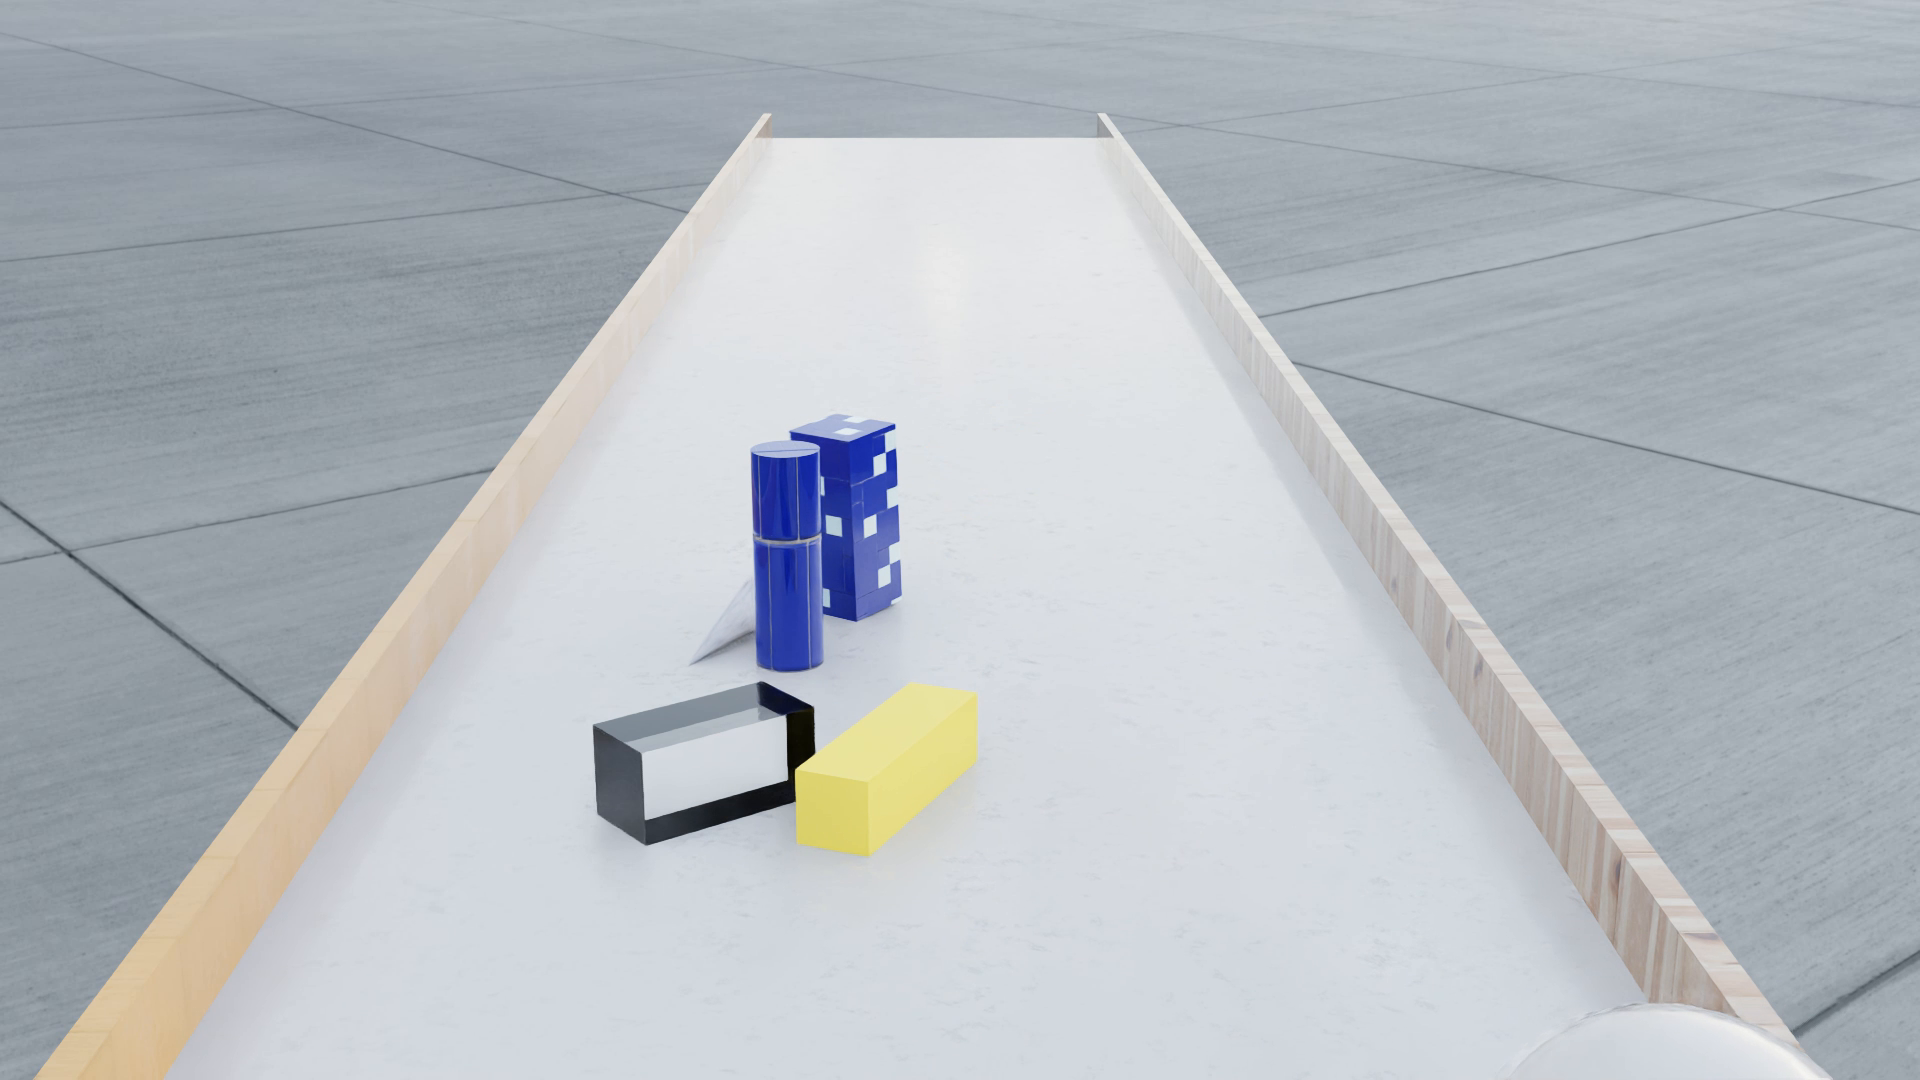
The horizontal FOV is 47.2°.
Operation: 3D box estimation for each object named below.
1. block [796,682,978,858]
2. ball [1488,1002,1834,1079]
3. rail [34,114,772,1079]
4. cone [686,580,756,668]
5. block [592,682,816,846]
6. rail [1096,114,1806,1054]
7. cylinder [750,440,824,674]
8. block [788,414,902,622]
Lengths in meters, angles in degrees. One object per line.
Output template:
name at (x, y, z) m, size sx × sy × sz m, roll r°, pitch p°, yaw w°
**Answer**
block at (-0.117, 0.381, 3.719) m, size 0.130 × 0.130 × 0.441 m, roll 7°, pitch 18°, yaw 23°
ball at (0.629, 0.612, 1.953) m, size 0.394 × 0.394 × 0.394 m, roll 0°, pitch 17°, yaw 0°
rail at (-1.118, -0.838, 7.780) m, size 0.050 × 0.150 × 12.000 m, roll 0°, pitch 17°, yaw -1°
cone at (-0.481, 0.190, 4.499) m, size 0.100 × 0.100 × 0.310 m, roll 8°, pitch 27°, yaw 24°
block at (-0.427, 0.371, 3.697) m, size 0.334 × 0.161 × 0.161 m, roll -13°, pitch 21°, yaw -36°
rail at (0.932, -0.844, 7.801) m, size 0.050 × 0.150 × 12.000 m, roll 0°, pitch 17°, yaw -1°
cylinder at (-0.341, 0.033, 4.346) m, size 0.136 × 0.439 × 0.136 m, roll 0°, pitch 17°, yaw 0°
block at (-0.242, -0.050, 4.687) m, size 0.160 × 0.396 × 0.160 m, roll 11°, pitch 23°, yaw 34°
